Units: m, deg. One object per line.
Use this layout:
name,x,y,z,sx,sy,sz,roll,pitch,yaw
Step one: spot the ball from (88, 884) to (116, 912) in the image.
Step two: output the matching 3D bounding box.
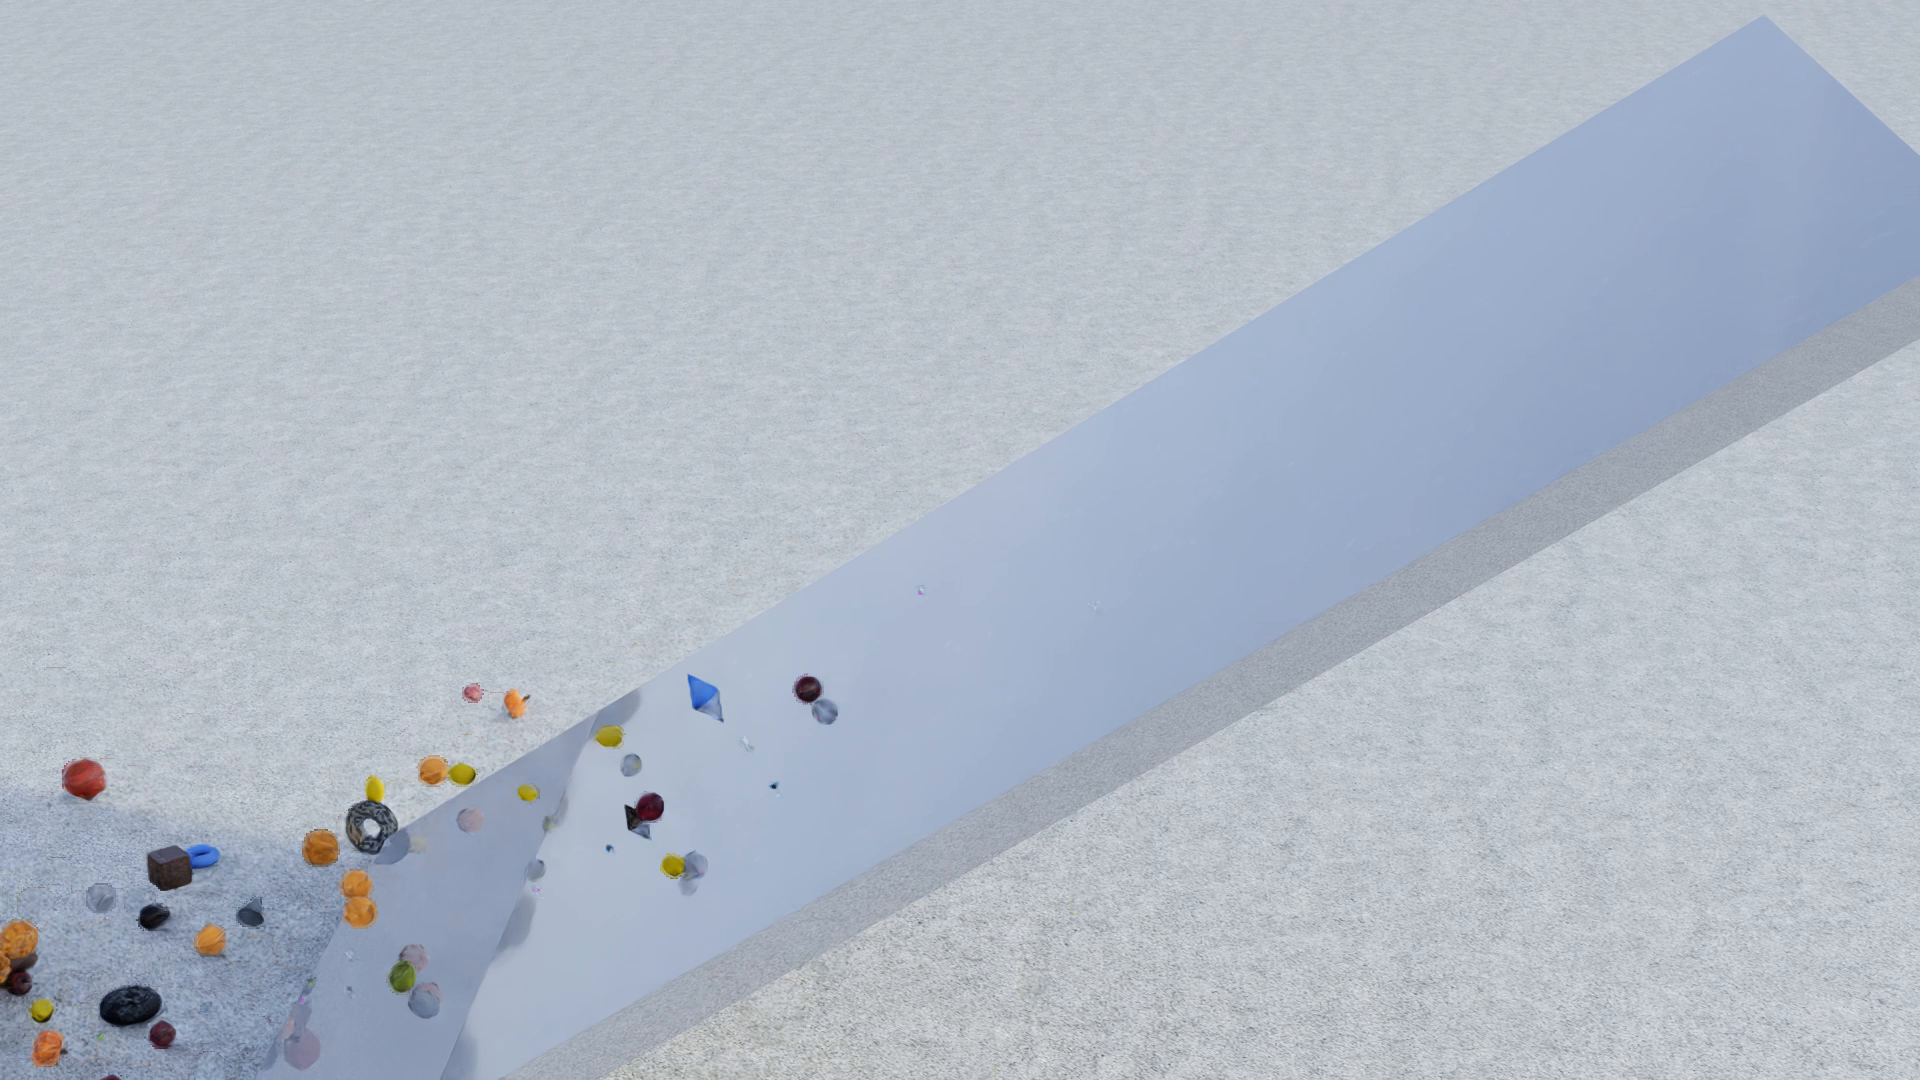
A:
ball,-2.183,0.910,7.476,0.067,0.067,0.067,0,20,0

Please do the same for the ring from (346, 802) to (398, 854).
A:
ring,-1.556,0.760,7.776,0.147,0.147,0.049,5,14,13

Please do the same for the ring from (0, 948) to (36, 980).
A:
ring,-2.303,1.030,7.126,0.137,0.046,0.137,-22,2,1

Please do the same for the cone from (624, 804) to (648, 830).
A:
cone,-0.727,0.603,6.496,0.053,0.053,0.053,-32,15,10

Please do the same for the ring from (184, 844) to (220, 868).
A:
ring,-1.998,0.832,7.739,0.097,0.032,0.097,1,21,0

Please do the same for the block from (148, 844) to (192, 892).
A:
block,-2.047,0.850,7.621,0.080,0.080,0.080,-16,26,-37

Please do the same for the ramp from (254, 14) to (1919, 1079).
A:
ramp,0.140,0.170,6.295,4.000,0.100,2.000,-31,15,14

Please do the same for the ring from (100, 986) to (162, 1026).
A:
ring,-1.968,1.104,6.978,0.143,0.048,0.143,-1,20,1

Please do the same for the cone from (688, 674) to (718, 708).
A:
cone,-0.631,0.348,7.032,0.077,0.077,0.077,-32,15,10

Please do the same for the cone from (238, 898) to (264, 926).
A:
cone,-1.768,0.919,7.367,0.067,0.067,0.067,3,44,8
